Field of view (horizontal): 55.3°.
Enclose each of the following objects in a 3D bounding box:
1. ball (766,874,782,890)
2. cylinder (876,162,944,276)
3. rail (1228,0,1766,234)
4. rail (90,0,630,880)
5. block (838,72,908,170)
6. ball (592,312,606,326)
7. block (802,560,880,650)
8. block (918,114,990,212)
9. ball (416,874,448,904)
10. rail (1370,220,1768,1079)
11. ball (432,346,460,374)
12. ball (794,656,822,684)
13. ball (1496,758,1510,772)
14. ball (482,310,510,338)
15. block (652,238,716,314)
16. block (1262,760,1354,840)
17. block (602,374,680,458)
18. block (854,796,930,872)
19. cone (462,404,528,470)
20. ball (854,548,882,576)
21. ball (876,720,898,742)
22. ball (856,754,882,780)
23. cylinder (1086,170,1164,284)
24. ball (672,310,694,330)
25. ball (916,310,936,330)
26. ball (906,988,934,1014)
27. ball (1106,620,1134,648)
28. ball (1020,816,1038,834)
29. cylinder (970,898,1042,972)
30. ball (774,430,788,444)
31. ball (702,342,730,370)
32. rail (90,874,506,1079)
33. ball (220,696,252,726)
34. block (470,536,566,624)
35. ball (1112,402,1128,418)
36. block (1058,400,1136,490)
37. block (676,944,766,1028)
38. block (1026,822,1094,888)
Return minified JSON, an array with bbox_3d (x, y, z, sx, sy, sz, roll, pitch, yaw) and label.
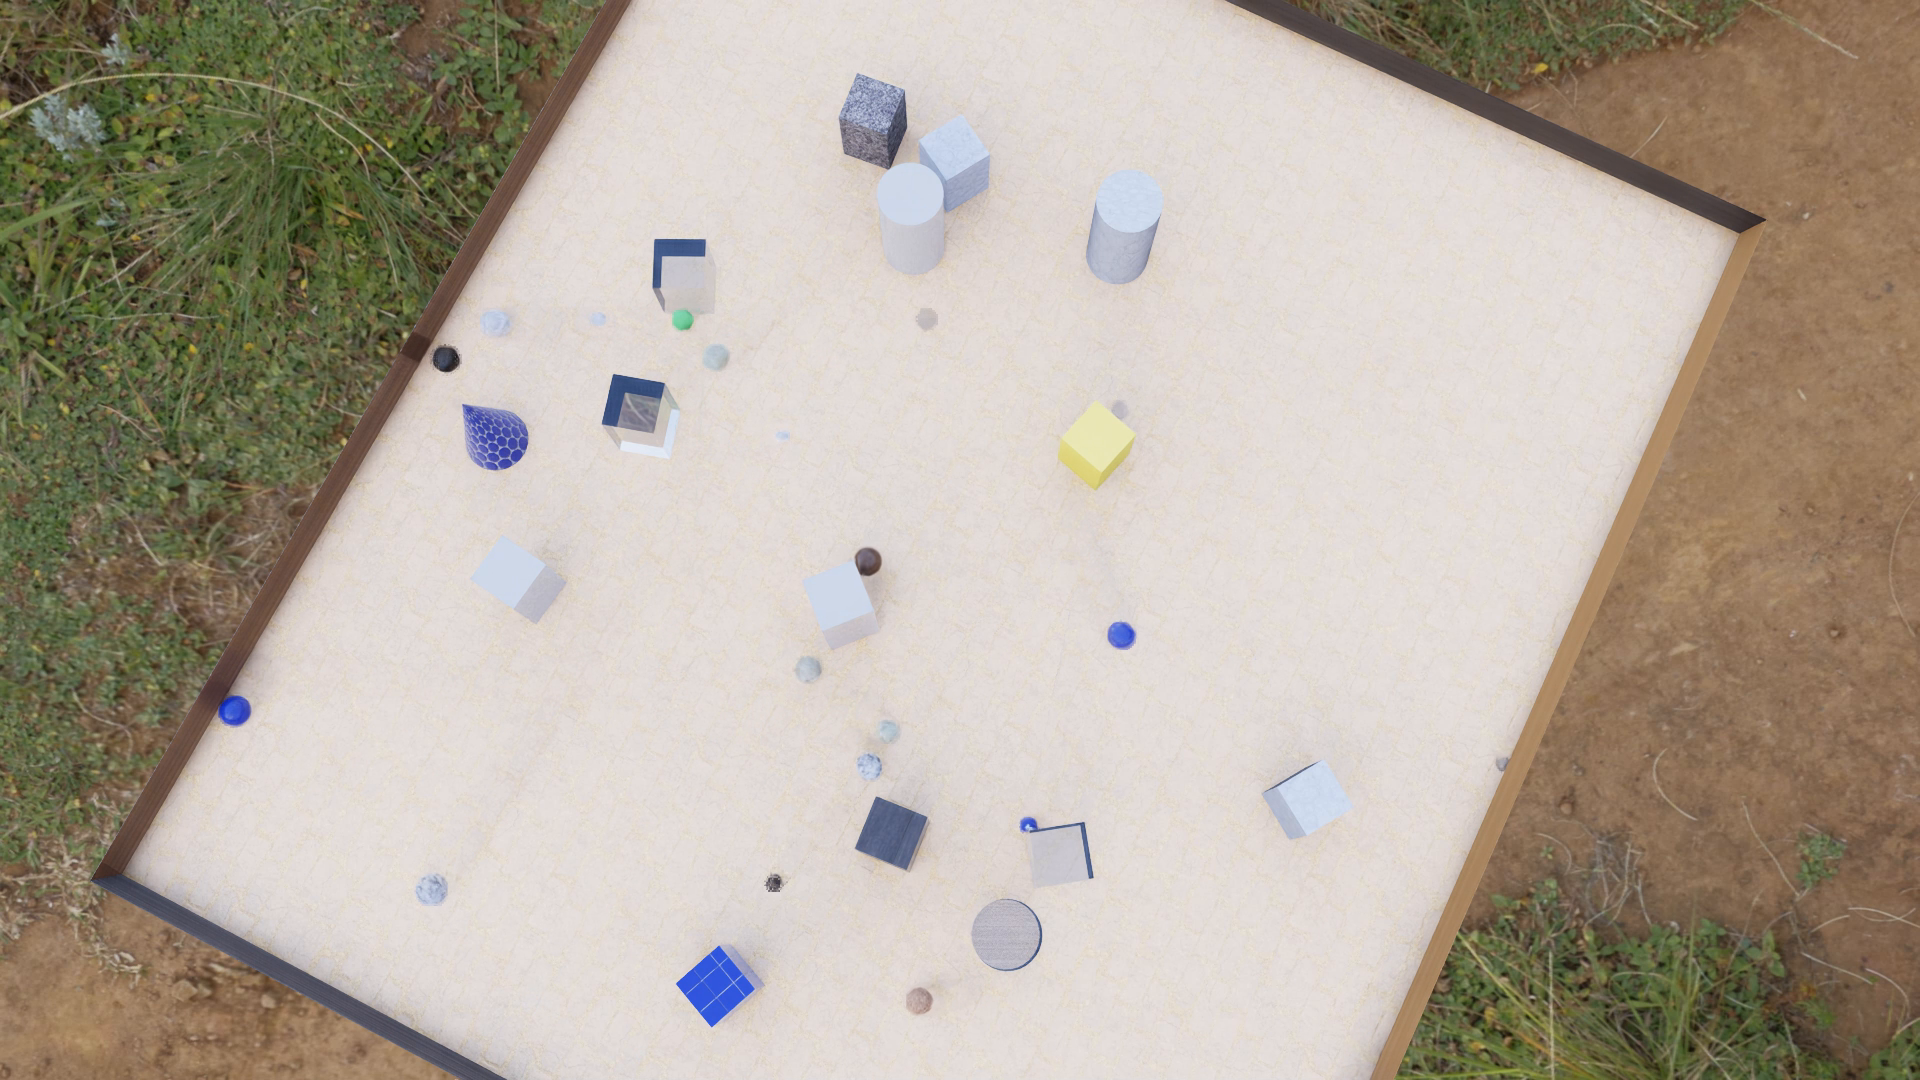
[{"bbox_3d":[-0.546,1.005,5.385,0.045,0.045,0.045,0,78,0],"label":"ball"},{"bbox_3d":[-0.147,-0.976,5.603,0.197,0.423,0.197,0,78,0],"label":"cylinder"},{"bbox_3d":[0.895,-1.747,5.912,3.587,0.128,0.045,26,80,5],"label":"rail"},{"bbox_3d":[-1.583,-0.768,5.709,0.045,0.128,4.052,26,80,5],"label":"rail"},{"bbox_3d":[-0.271,-1.310,5.749,0.158,0.273,0.158,20,79,4],"label":"block"},{"bbox_3d":[-1.130,-0.691,5.738,0.042,0.042,0.042,0,78,0],"label":"ball"},{"bbox_3d":[-0.346,0.196,5.381,0.158,0.382,0.158,-22,79,-4],"label":"block"},{"bbox_3d":[-0.017,-1.174,5.726,0.158,0.261,0.158,-32,80,-6],"label":"block"},{"bbox_3d":[-1.543,1.020,5.359,0.090,0.090,0.090,0,78,0],"label":"ball"},{"bbox_3d":[1.583,0.782,5.388,0.045,0.128,4.052,26,80,5],"label":"rail"},{"bbox_3d":[-1.596,-0.559,5.691,0.082,0.082,0.082,0,78,0],"label":"ball"},{"bbox_3d":[-0.456,0.390,5.495,0.080,0.080,0.080,0,78,0],"label":"ball"},{"bbox_3d":[1.620,0.670,5.455,0.044,0.044,0.044,0,78,0],"label":"ball"},{"bbox_3d":[-1.446,-0.674,5.710,0.090,0.090,0.090,0,78,0],"label":"ball"},{"bbox_3d":[-0.850,-0.813,5.663,0.158,0.239,0.158,0,78,0],"label":"block"},{"bbox_3d":[1.005,0.755,5.317,0.158,0.281,0.158,-30,80,-6],"label":"block"},{"bbox_3d":[-0.961,-0.371,5.539,0.158,0.302,0.158,10,78,2],"label":"block"},{"bbox_3d":[-0.192,0.851,5.279,0.158,0.315,0.158,21,79,4],"label":"block"},{"bbox_3d":[-1.436,-0.352,5.481,0.197,0.407,0.197,0,78,0],"label":"cone"},{"bbox_3d":[-0.280,0.066,5.558,0.088,0.088,0.088,0,78,0],"label":"ball"},{"bbox_3d":[-0.218,0.569,5.463,0.070,0.070,0.070,0,78,0],"label":"ball"},{"bbox_3d":[-0.270,0.672,5.438,0.078,0.078,0.078,0,78,0],"label":"ball"},{"bbox_3d":[0.497,-0.948,5.585,0.197,0.446,0.197,0,78,0],"label":"cylinder"},{"bbox_3d":[-0.865,-0.686,5.726,0.065,0.065,0.065,0,78,0],"label":"ball"},{"bbox_3d":[-0.107,-0.690,5.728,0.060,0.060,0.060,0,78,0],"label":"ball"},{"bbox_3d":[-0.116,1.334,5.302,0.076,0.076,0.076,0,78,0],"label":"ball"},{"bbox_3d":[0.484,0.285,5.515,0.084,0.084,0.084,0,78,0],"label":"ball"},{"bbox_3d":[0.204,0.843,5.416,0.051,0.051,0.051,0,78,0],"label":"ball"},{"bbox_3d":[0.130,1.126,5.228,0.197,0.305,0.197,0,78,0],"label":"cylinder"},{"bbox_3d":[-0.552,-0.319,5.662,0.041,0.041,0.041,0,78,0],"label":"ball"},{"bbox_3d":[-0.757,-0.571,5.691,0.085,0.085,0.085,0,78,0],"label":"ball"},{"bbox_3d":[-0.895,1.760,5.186,3.587,0.128,0.045,26,80,5],"label":"rail"},{"bbox_3d":[-2.160,0.508,5.466,0.090,0.090,0.090,0,78,0],"label":"ball"},{"bbox_3d":[-1.308,0.121,5.444,0.158,0.289,0.158,33,80,6],"label":"block"},{"bbox_3d":[0.496,-0.401,5.674,0.051,0.051,0.051,0,78,0],"label":"ball"},{"bbox_3d":[0.412,-0.283,5.553,0.158,0.239,0.158,41,81,8],"label":"block"},{"bbox_3d":[-0.678,1.265,5.214,0.158,0.276,0.158,-41,81,-8],"label":"block"},{"bbox_3d":[0.284,0.909,5.271,0.158,0.309,0.158,-9,78,-2],"label":"block"}]
